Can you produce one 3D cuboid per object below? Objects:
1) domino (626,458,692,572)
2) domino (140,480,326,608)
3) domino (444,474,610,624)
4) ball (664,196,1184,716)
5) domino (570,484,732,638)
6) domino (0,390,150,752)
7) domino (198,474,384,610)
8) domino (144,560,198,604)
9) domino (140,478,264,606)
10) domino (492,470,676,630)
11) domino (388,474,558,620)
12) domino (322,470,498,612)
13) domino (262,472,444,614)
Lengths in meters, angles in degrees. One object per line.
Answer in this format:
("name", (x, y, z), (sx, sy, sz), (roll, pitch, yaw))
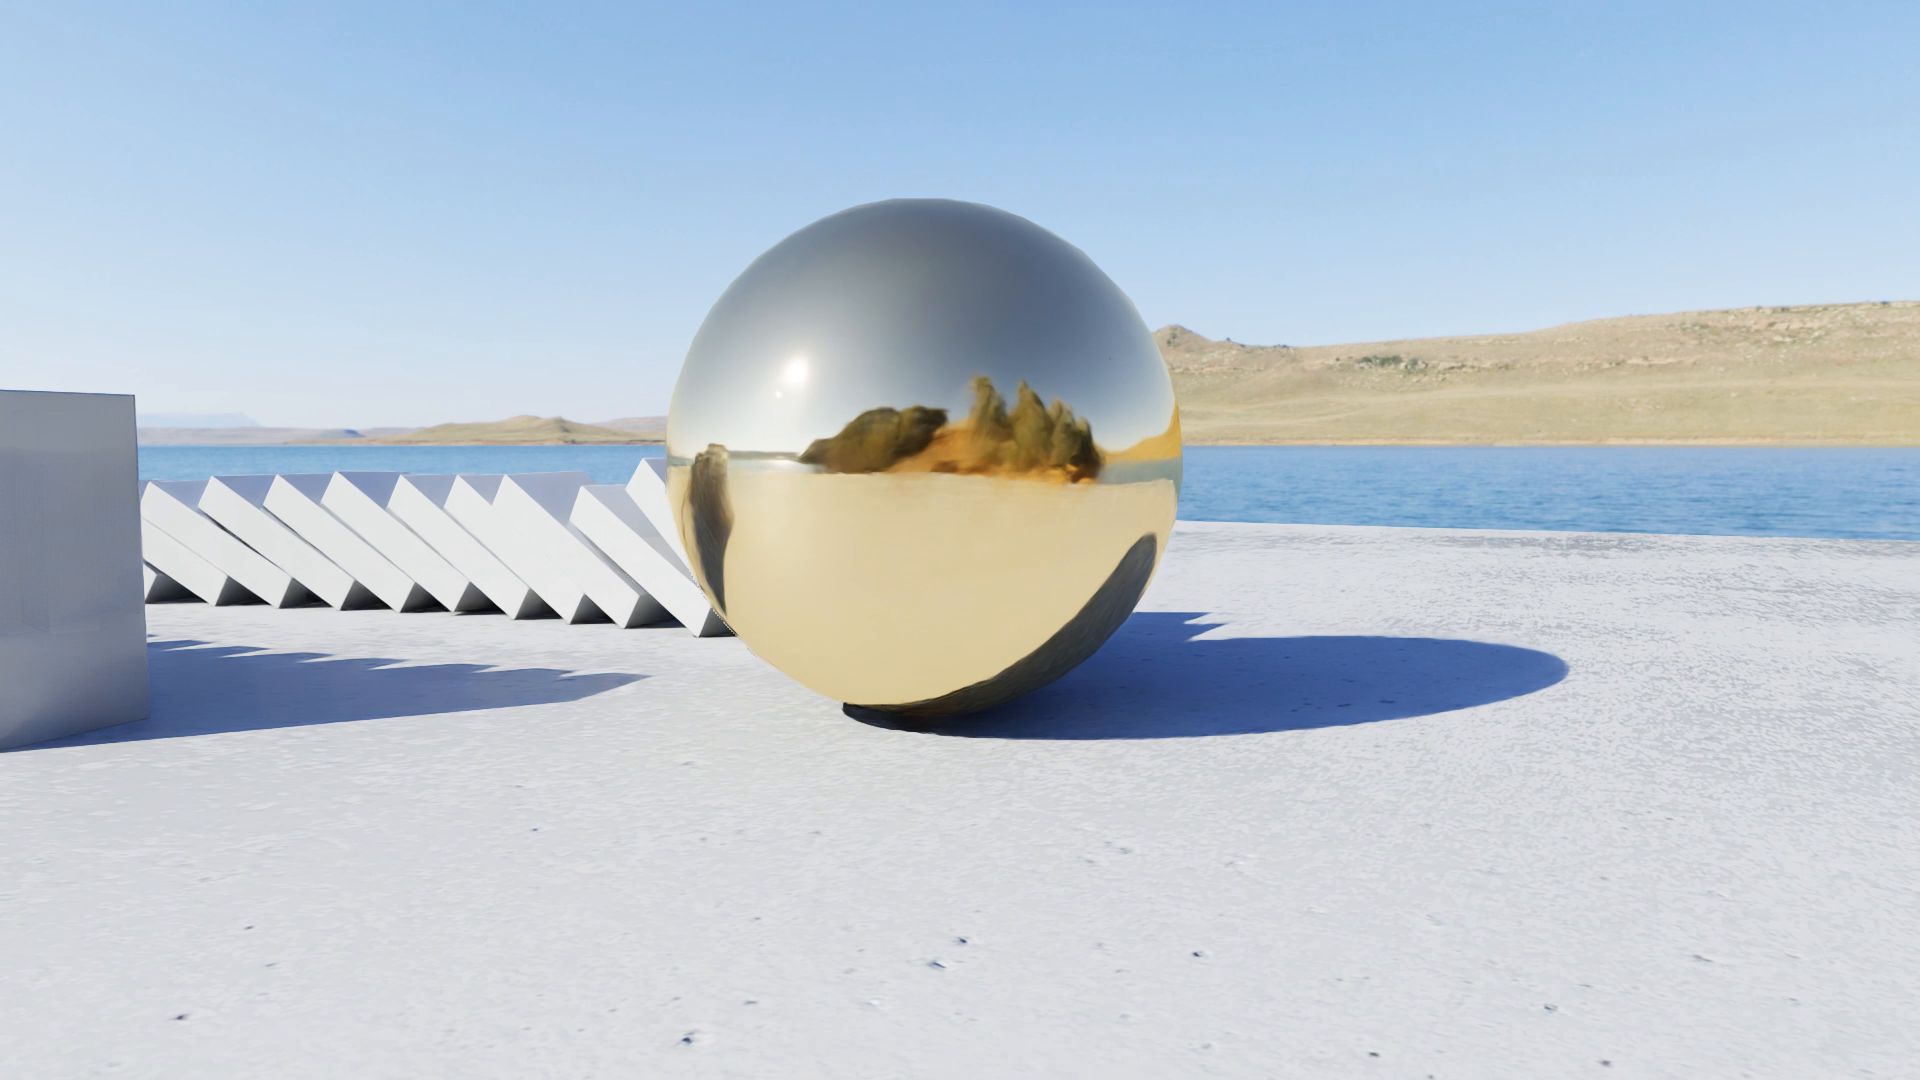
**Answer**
("domino", (-0.051, 0.001, 0.292), (0.050, 0.010, 0.025), (47, 28, 23))
("domino", (-0.192, 0.000, 0.347), (0.050, 0.010, 0.025), (31, 11, 10))
("domino", (-0.102, 0.001, 0.321), (0.050, 0.010, 0.025), (37, 20, 22))
("ball", (-0.005, -0.013, 0.202), (0.080, 0.080, 0.080), (0, 4, 0))
("domino", (-0.066, 0.004, 0.302), (0.050, 0.010, 0.025), (36, 23, 28))
("domino", (-0.134, 0.004, 0.187), (0.010, 0.050, 0.025), (1, 5, 19))
("domino", (-0.173, 0.000, 0.342), (0.050, 0.010, 0.025), (33, 11, 10))
("domino", (-0.232, -0.001, 0.356), (0.050, 0.010, 0.025), (33, 11, 10))
("domino", (-0.211, 0.000, 0.351), (0.050, 0.010, 0.025), (30, 11, 10))
("domino", (-0.087, 0.001, 0.313), (0.050, 0.009, 0.025), (38, 21, 21))
("domino", (-0.119, 0.001, 0.328), (0.050, 0.009, 0.025), (36, 18, 19))
("domino", (-0.138, 0.000, 0.334), (0.050, 0.010, 0.025), (35, 14, 15))
("domino", (-0.155, 0.000, 0.339), (0.050, 0.009, 0.025), (34, 13, 13))
